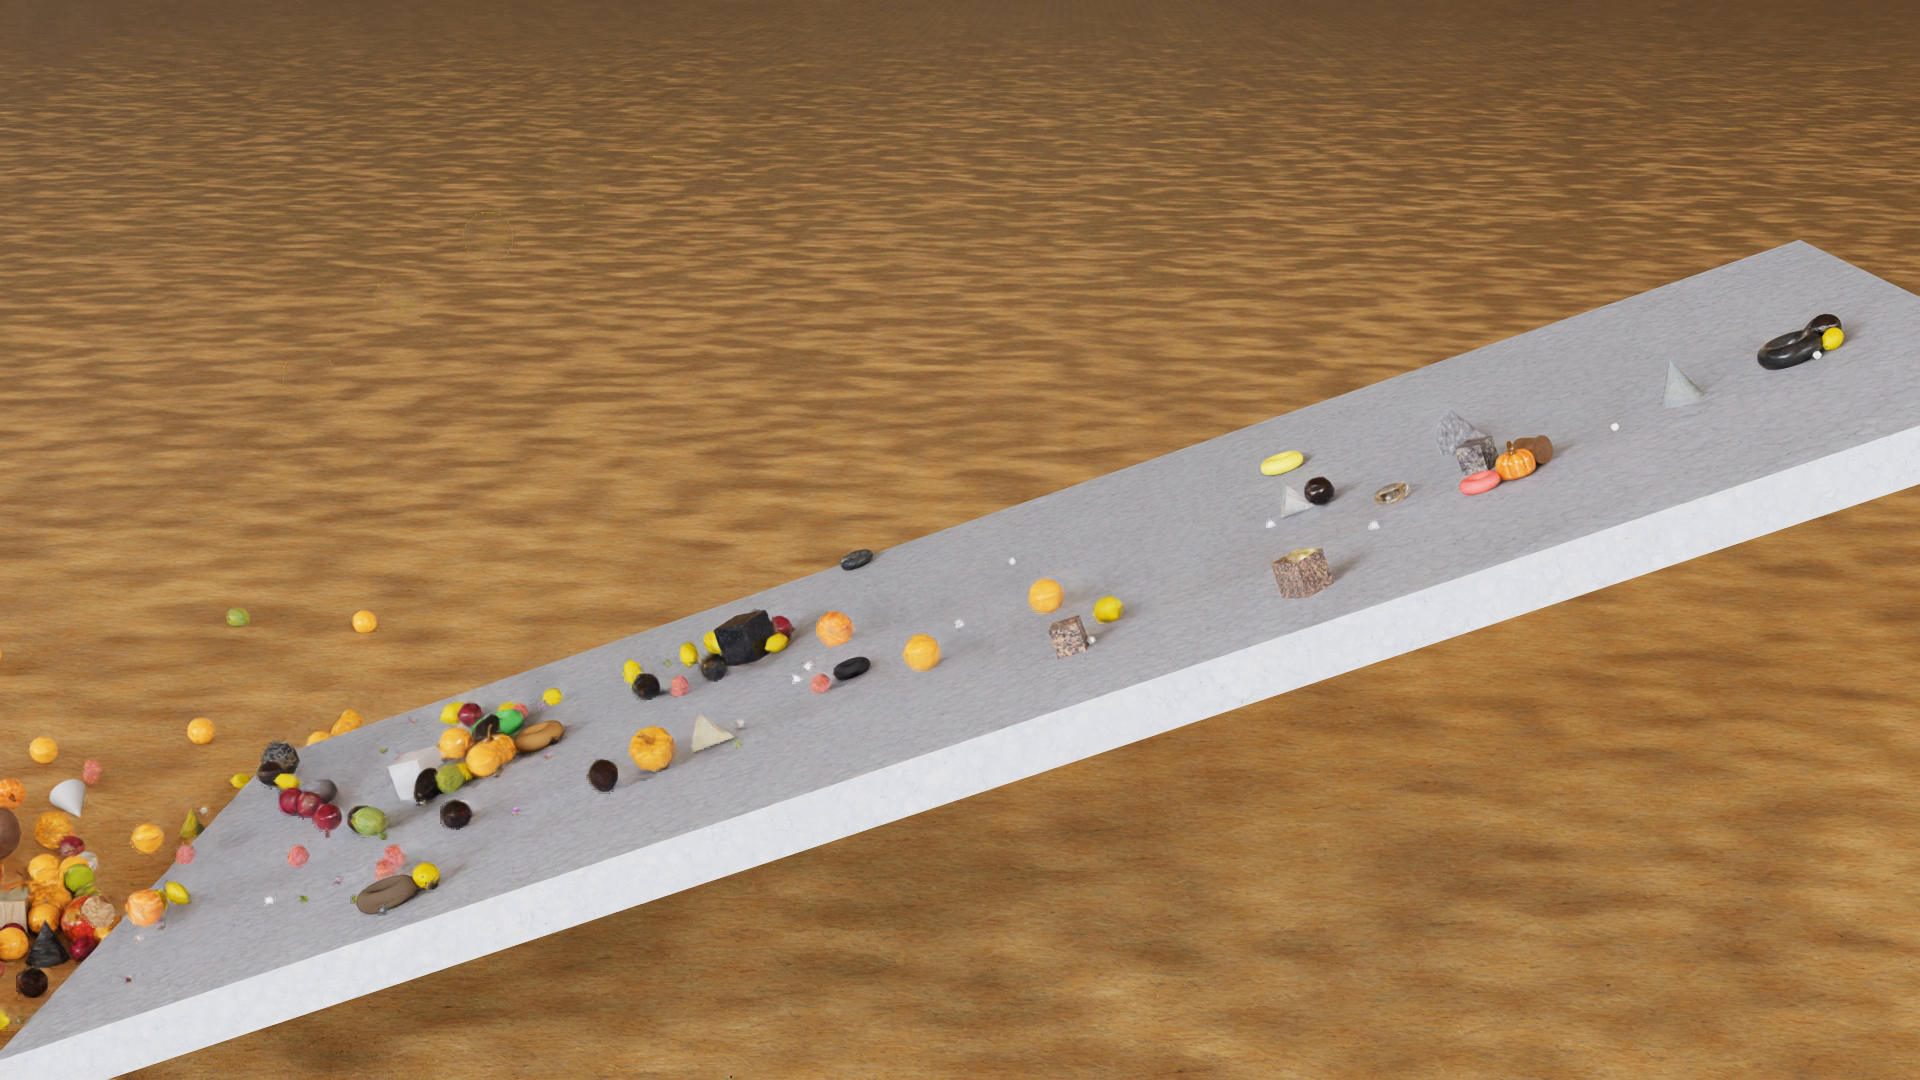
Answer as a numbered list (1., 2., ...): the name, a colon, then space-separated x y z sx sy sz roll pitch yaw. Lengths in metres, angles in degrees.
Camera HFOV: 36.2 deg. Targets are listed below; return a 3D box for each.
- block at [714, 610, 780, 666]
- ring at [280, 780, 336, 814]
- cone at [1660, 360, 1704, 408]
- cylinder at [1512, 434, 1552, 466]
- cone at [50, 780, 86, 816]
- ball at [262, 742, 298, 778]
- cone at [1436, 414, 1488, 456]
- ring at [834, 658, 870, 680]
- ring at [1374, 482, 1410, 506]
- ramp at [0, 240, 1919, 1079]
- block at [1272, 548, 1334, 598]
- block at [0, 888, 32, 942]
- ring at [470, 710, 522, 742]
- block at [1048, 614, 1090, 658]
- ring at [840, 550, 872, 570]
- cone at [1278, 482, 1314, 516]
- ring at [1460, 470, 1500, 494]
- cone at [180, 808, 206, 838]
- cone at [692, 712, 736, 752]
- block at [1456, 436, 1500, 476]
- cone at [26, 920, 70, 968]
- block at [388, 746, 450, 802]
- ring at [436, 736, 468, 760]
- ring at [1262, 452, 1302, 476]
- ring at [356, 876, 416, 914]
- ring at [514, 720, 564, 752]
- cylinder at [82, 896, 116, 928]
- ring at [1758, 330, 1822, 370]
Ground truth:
1. block: -0.482 0.221 6.631 0.090 0.090 0.090 -12 14 36
2. ring: -1.494 0.589 6.747 0.133 0.044 0.133 -18 12 4
3. cone: 1.438 -0.322 5.908 0.088 0.088 0.088 -19 11 4
4. cylinder: 1.133 -0.177 5.823 0.057 0.057 0.057 -9 15 -34
5. cone: -2.209 0.662 7.334 0.092 0.092 0.092 -9 42 -35
6. ball: -1.656 0.536 7.162 0.090 0.090 0.090 0 12 0
7. cone: 1.068 -0.220 6.180 0.097 0.097 0.097 -4 13 -20
8. ring: -0.226 0.267 6.132 0.080 0.027 0.080 -18 12 4
9. ring: 0.875 -0.094 5.954 0.076 0.025 0.076 -21 14 6
10. ramp: 0.111 0.179 6.301 4.000 0.100 2.000 -19 11 6
11. block: 0.639 0.062 5.493 0.071 0.071 0.071 -27 13 -33
12. block: -2.098 0.826 6.476 0.090 0.090 0.090 -2 13 -10
13. ring: -1.068 0.429 6.779 0.128 0.043 0.128 -18 12 4
14. block: 0.210 0.187 5.675 0.058 0.058 0.058 -17 11 13
15. ring: -0.255 0.048 7.230 0.086 0.029 0.086 -21 14 6
16. cone: 0.712 -0.076 6.136 0.072 0.072 0.072 15 11 -8
17. ring: 1.022 -0.113 5.784 0.083 0.028 0.083 -20 12 4
18. cone: -1.874 0.683 7.178 0.066 0.066 0.066 0 12 0
19. cone: -0.494 0.395 5.956 0.082 0.082 0.082 8 13 1
20. block: 1.046 -0.170 5.942 0.058 0.058 0.058 -11 14 39
21. cone: -1.964 0.859 6.323 0.092 0.092 0.092 0 12 0
22. block: -1.193 0.514 6.480 0.083 0.083 0.083 -14 12 26
23. ring: -1.172 0.478 6.753 0.094 0.031 0.094 -19 12 4
24. ring: 0.720 -0.172 6.584 0.098 0.033 0.098 -19 10 3
25. ring: -1.098 0.679 5.635 0.120 0.040 0.120 -18 12 4
26. ring: -0.935 0.436 6.525 0.117 0.039 0.117 -19 12 4
27. cylinder: -1.849 0.798 6.314 0.055 0.055 0.055 -8 14 -32
28. ring: 1.668 -0.382 5.911 0.133 0.044 0.133 -23 12 5
